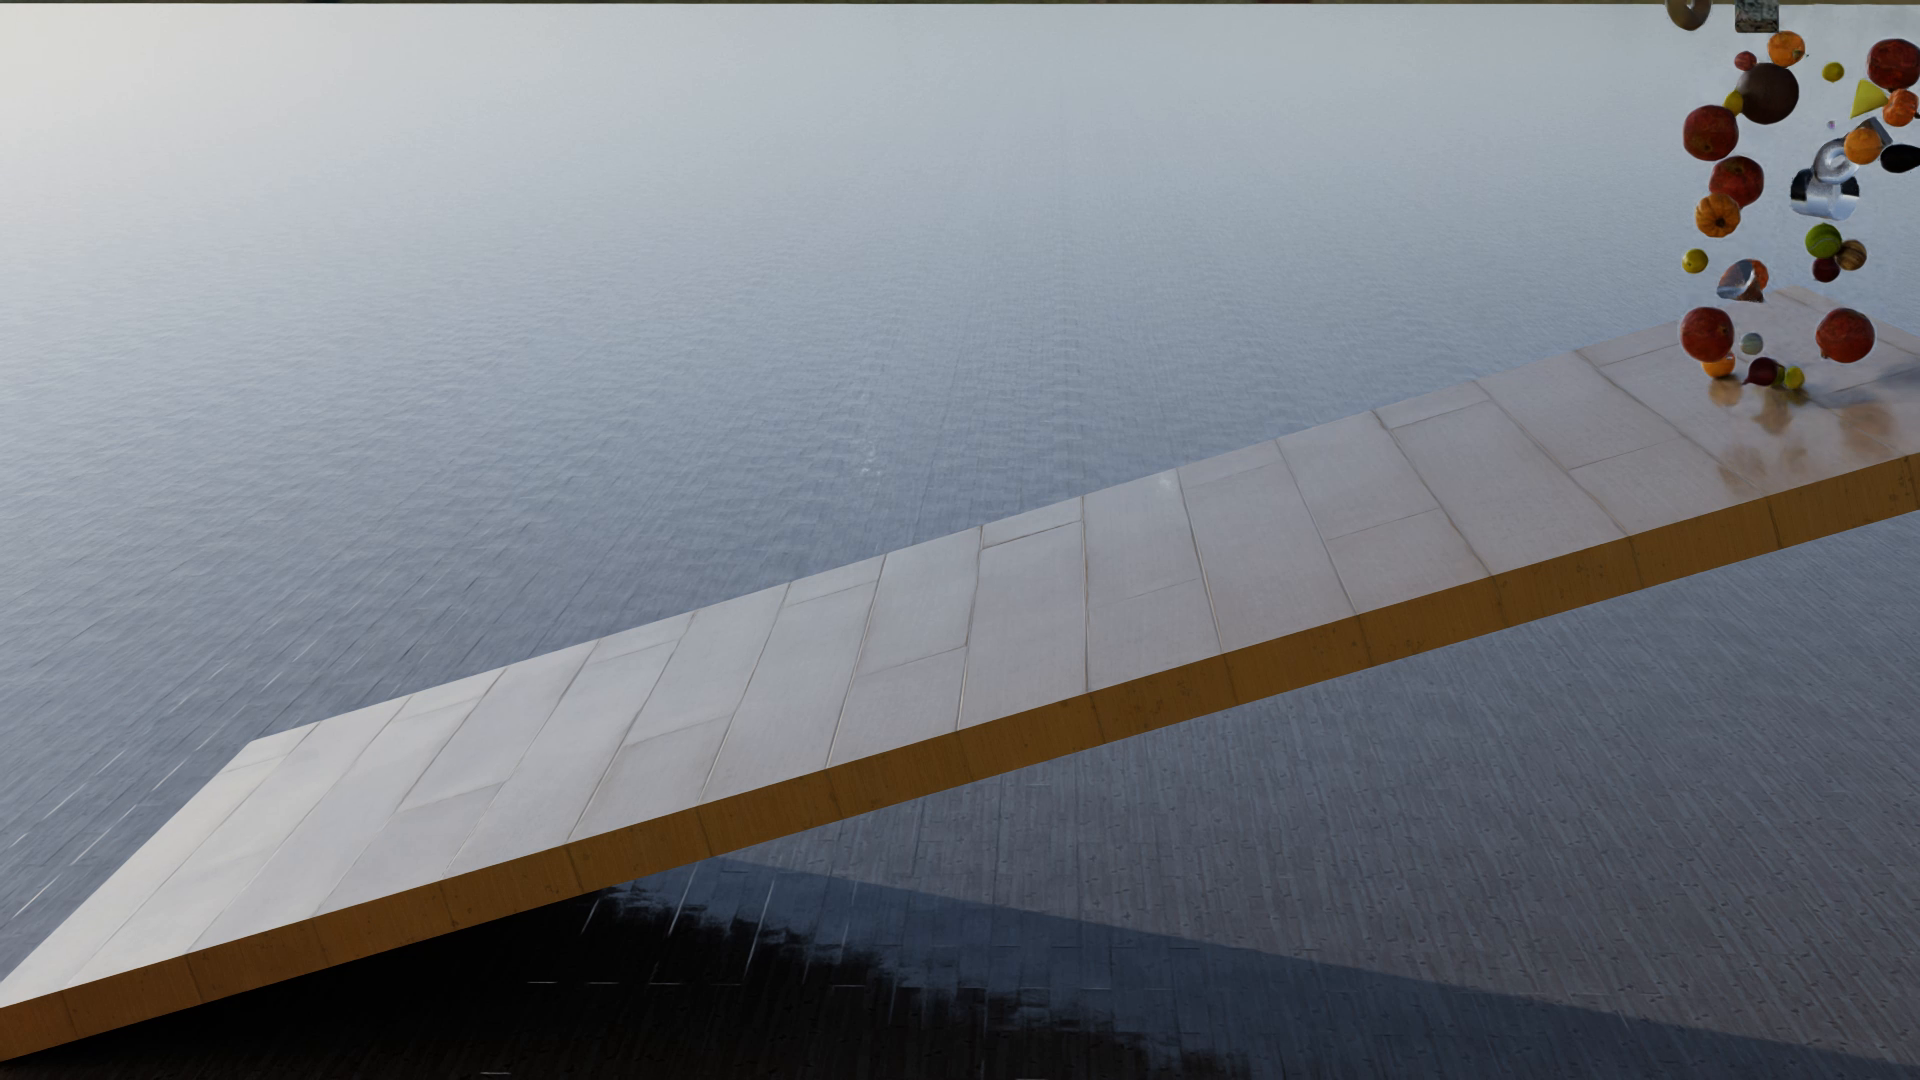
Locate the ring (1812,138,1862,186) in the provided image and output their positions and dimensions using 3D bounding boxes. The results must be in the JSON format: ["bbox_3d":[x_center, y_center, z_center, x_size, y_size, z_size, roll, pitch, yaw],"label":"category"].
[{"bbox_3d":[1.820,-0.785,6.104,0.109,0.109,0.036,-3,39,-16],"label":"ring"}]

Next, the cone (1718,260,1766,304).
[{"bbox_3d":[1.655,-0.521,6.158,0.096,0.096,0.096,32,0,-21],"label":"cone"}]

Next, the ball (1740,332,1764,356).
[{"bbox_3d":[1.694,-0.419,6.291,0.050,0.050,0.050,0,11,0],"label":"ball"}]

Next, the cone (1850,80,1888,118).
[{"bbox_3d":[1.766,-0.851,5.761,0.072,0.072,0.072,42,0,0],"label":"cone"}]

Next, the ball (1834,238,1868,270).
[{"bbox_3d":[1.761,-0.564,5.815,0.063,0.063,0.063,0,11,0],"label":"ball"}]

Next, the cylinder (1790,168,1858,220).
[{"bbox_3d":[1.833,-0.733,6.239,0.100,0.100,0.100,-8,18,-36],"label":"cylinder"}]

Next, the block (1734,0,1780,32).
[{"bbox_3d":[1.592,-1.066,5.874,0.083,0.083,0.083,2,-8,17],"label":"block"}]

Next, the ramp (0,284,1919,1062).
[{"bbox_3d":[0.095,0.185,6.316,4.000,0.100,2.000,-16,10,5],"label":"ramp"}]

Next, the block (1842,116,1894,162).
[{"bbox_3d":[1.861,-0.821,6.030,0.064,0.064,0.064,-39,-9,31],"label":"block"}]
